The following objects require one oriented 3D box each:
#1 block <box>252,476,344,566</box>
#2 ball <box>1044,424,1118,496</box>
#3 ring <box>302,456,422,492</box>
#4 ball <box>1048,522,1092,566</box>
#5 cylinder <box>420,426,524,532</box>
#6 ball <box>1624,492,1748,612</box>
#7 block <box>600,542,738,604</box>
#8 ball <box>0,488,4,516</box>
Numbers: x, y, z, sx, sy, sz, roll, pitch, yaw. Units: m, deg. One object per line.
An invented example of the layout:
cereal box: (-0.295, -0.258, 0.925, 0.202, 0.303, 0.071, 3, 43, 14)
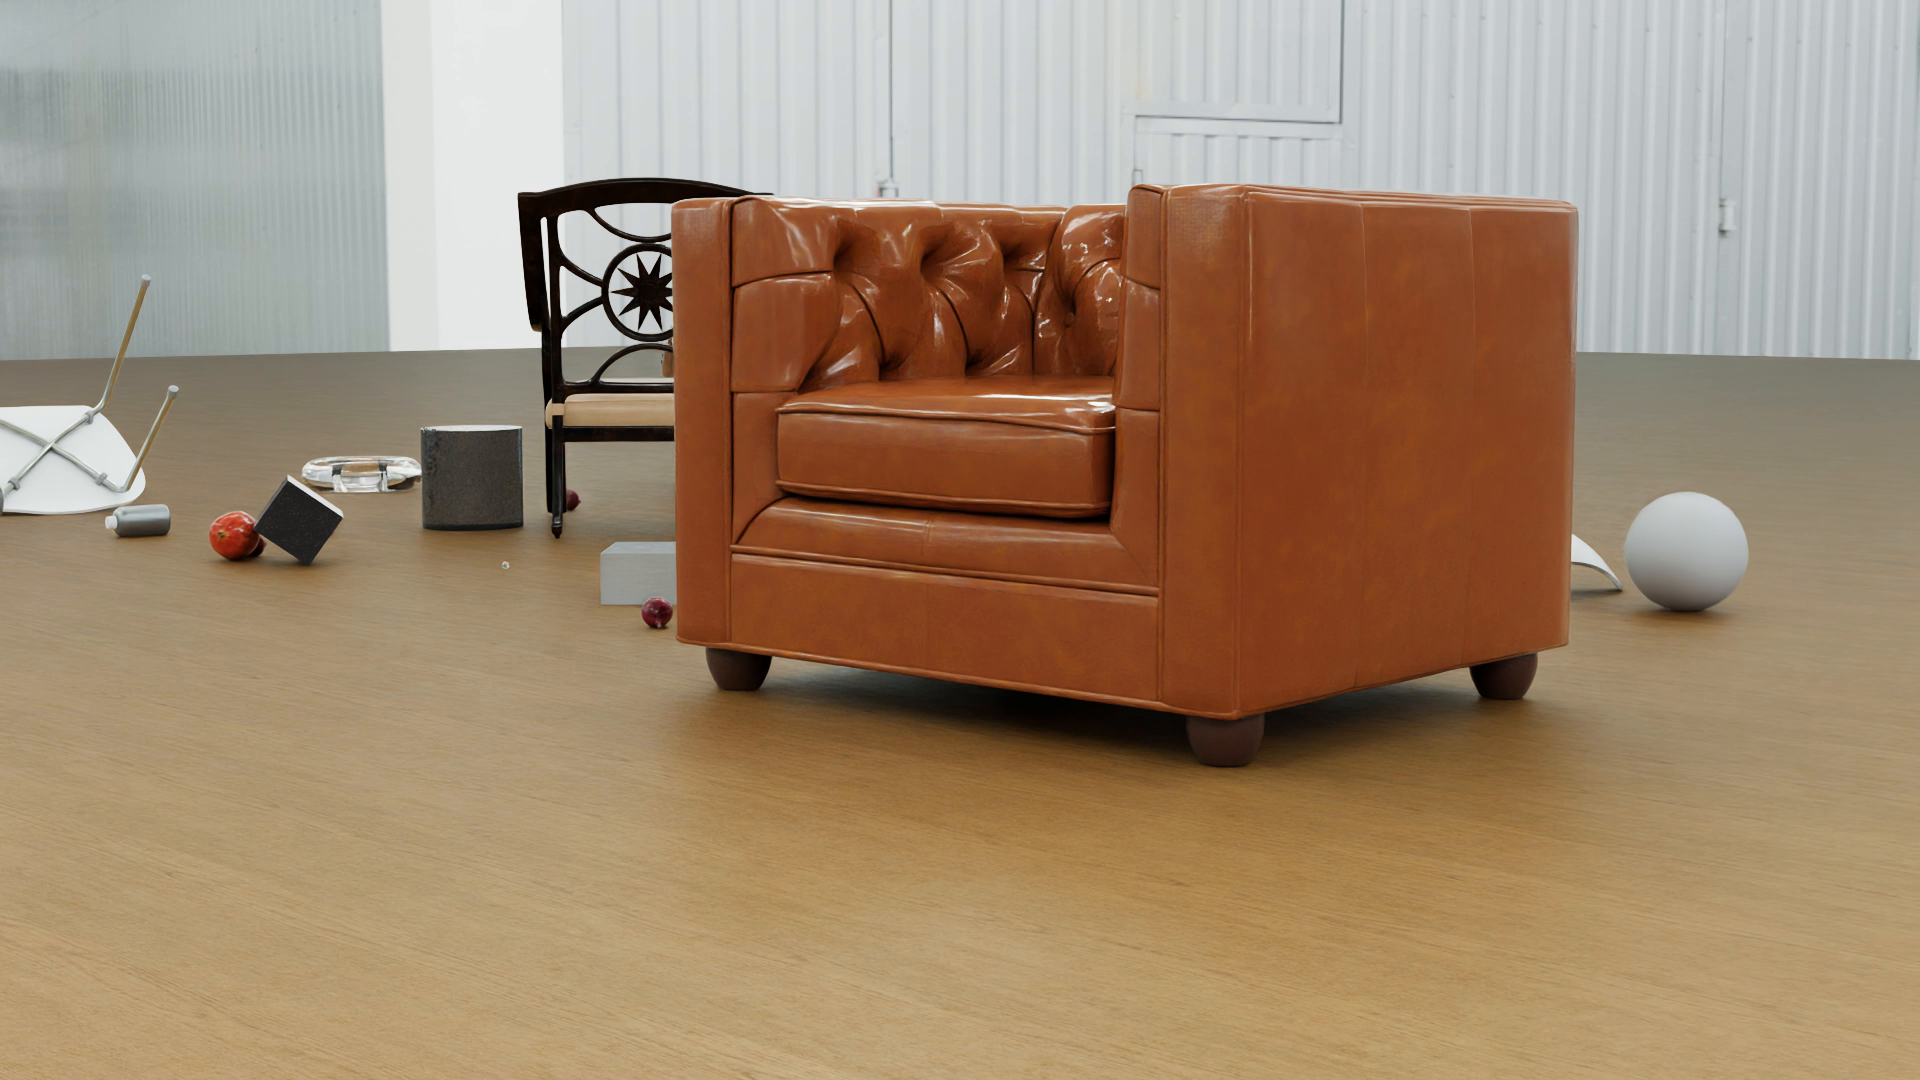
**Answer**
block: (-1.523, -0.046, 5.902, 0.148, 0.135, 0.175, 36, -4, -15)
ball: (0.362, -0.242, 7.694, 0.218, 0.218, 0.218, 0, 6, 0)
ring: (-1.842, -0.204, 7.908, 0.381, 0.101, 0.299, 0, 5, 11)
ball: (0.251, 0.010, 5.846, 0.097, 0.097, 0.097, 0, 6, 0)
cylinder: (-1.284, -0.165, 6.753, 0.257, 0.259, 0.272, 3, 7, 29)
ball: (1.429, 0.022, 5.048, 0.235, 0.235, 0.235, 0, 6, 0)
block: (-0.594, 0.067, 5.263, 0.253, 0.103, 0.229, 0, 6, 0)
ball: (-2.506, -0.097, 6.465, 0.183, 0.183, 0.183, 0, 6, 0)
